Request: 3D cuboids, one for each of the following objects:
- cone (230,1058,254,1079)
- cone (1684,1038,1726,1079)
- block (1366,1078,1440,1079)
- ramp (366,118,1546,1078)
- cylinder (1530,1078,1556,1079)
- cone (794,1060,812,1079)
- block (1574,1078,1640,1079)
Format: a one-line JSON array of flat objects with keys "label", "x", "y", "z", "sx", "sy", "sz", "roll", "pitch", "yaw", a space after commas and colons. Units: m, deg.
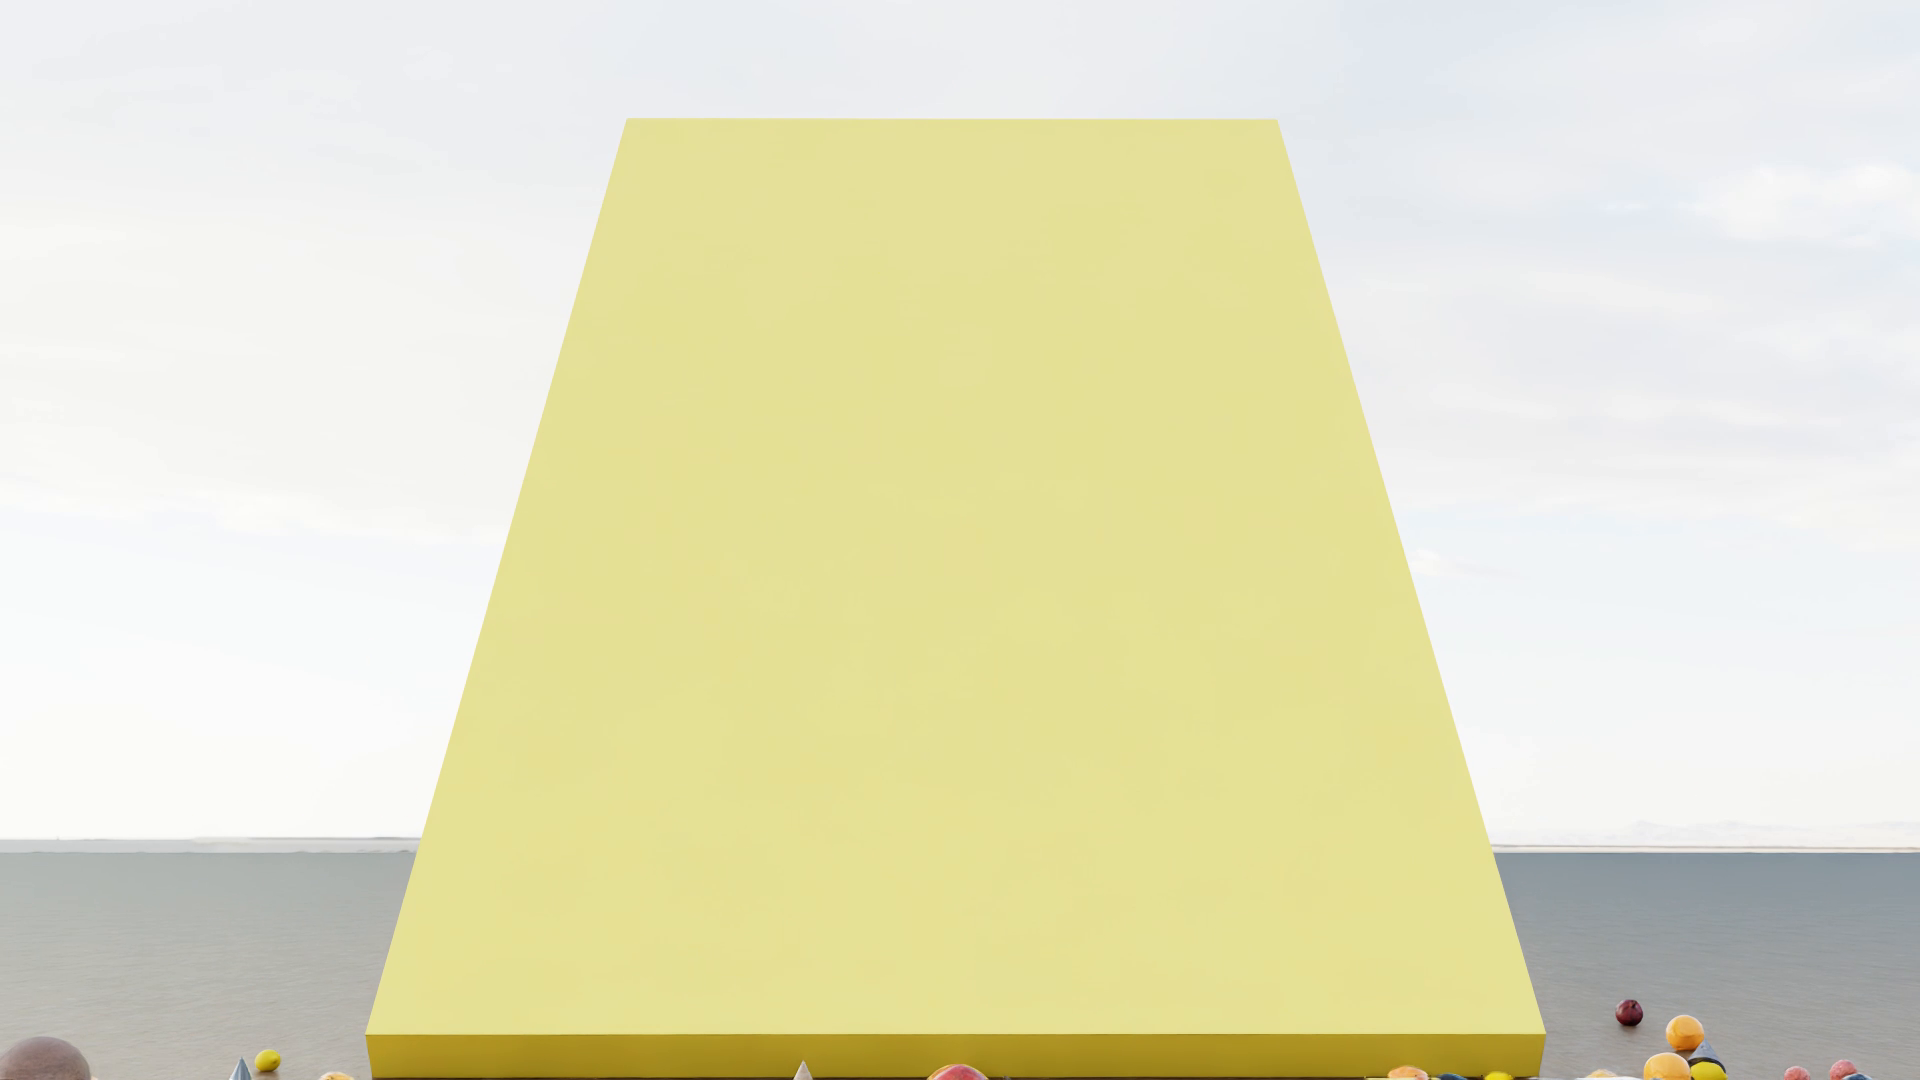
[{"label": "cone", "x": -1.057, "y": 0.803, "z": 3.602, "sx": 0.087, "sy": 0.087, "sz": 0.087, "roll": 0, "pitch": -7, "yaw": 0}, {"label": "cone", "x": 1.246, "y": 0.859, "z": 4.095, "sx": 0.068, "sy": 0.068, "sz": 0.068, "roll": 9, "pitch": -48, "yaw": 11}, {"label": "block", "x": 0.570, "y": 0.738, "z": 3.120, "sx": 0.095, "sy": 0.095, "sz": 0.095, "roll": -1, "pitch": -7, "yaw": 5}, {"label": "ramp", "x": -0.015, "y": -0.187, "z": 5.866, "sx": 2.000, "sy": 0.100, "sz": 4.000, "roll": 0, "pitch": 32, "yaw": 0}, {"label": "cylinder", "x": 0.844, "y": 0.799, "z": 3.482, "sx": 0.065, "sy": 0.065, "sz": 0.065, "roll": 7, "pitch": -10, "yaw": -44}, {"label": "cone", "x": -0.227, "y": 0.795, "z": 3.538, "sx": 0.087, "sy": 0.087, "sz": 0.087, "roll": 0, "pitch": -7, "yaw": 0}, {"label": "block", "x": 0.878, "y": 0.764, "z": 3.269, "sx": 0.082, "sy": 0.082, "sz": 0.082, "roll": 2, "pitch": -7, "yaw": -13}]
